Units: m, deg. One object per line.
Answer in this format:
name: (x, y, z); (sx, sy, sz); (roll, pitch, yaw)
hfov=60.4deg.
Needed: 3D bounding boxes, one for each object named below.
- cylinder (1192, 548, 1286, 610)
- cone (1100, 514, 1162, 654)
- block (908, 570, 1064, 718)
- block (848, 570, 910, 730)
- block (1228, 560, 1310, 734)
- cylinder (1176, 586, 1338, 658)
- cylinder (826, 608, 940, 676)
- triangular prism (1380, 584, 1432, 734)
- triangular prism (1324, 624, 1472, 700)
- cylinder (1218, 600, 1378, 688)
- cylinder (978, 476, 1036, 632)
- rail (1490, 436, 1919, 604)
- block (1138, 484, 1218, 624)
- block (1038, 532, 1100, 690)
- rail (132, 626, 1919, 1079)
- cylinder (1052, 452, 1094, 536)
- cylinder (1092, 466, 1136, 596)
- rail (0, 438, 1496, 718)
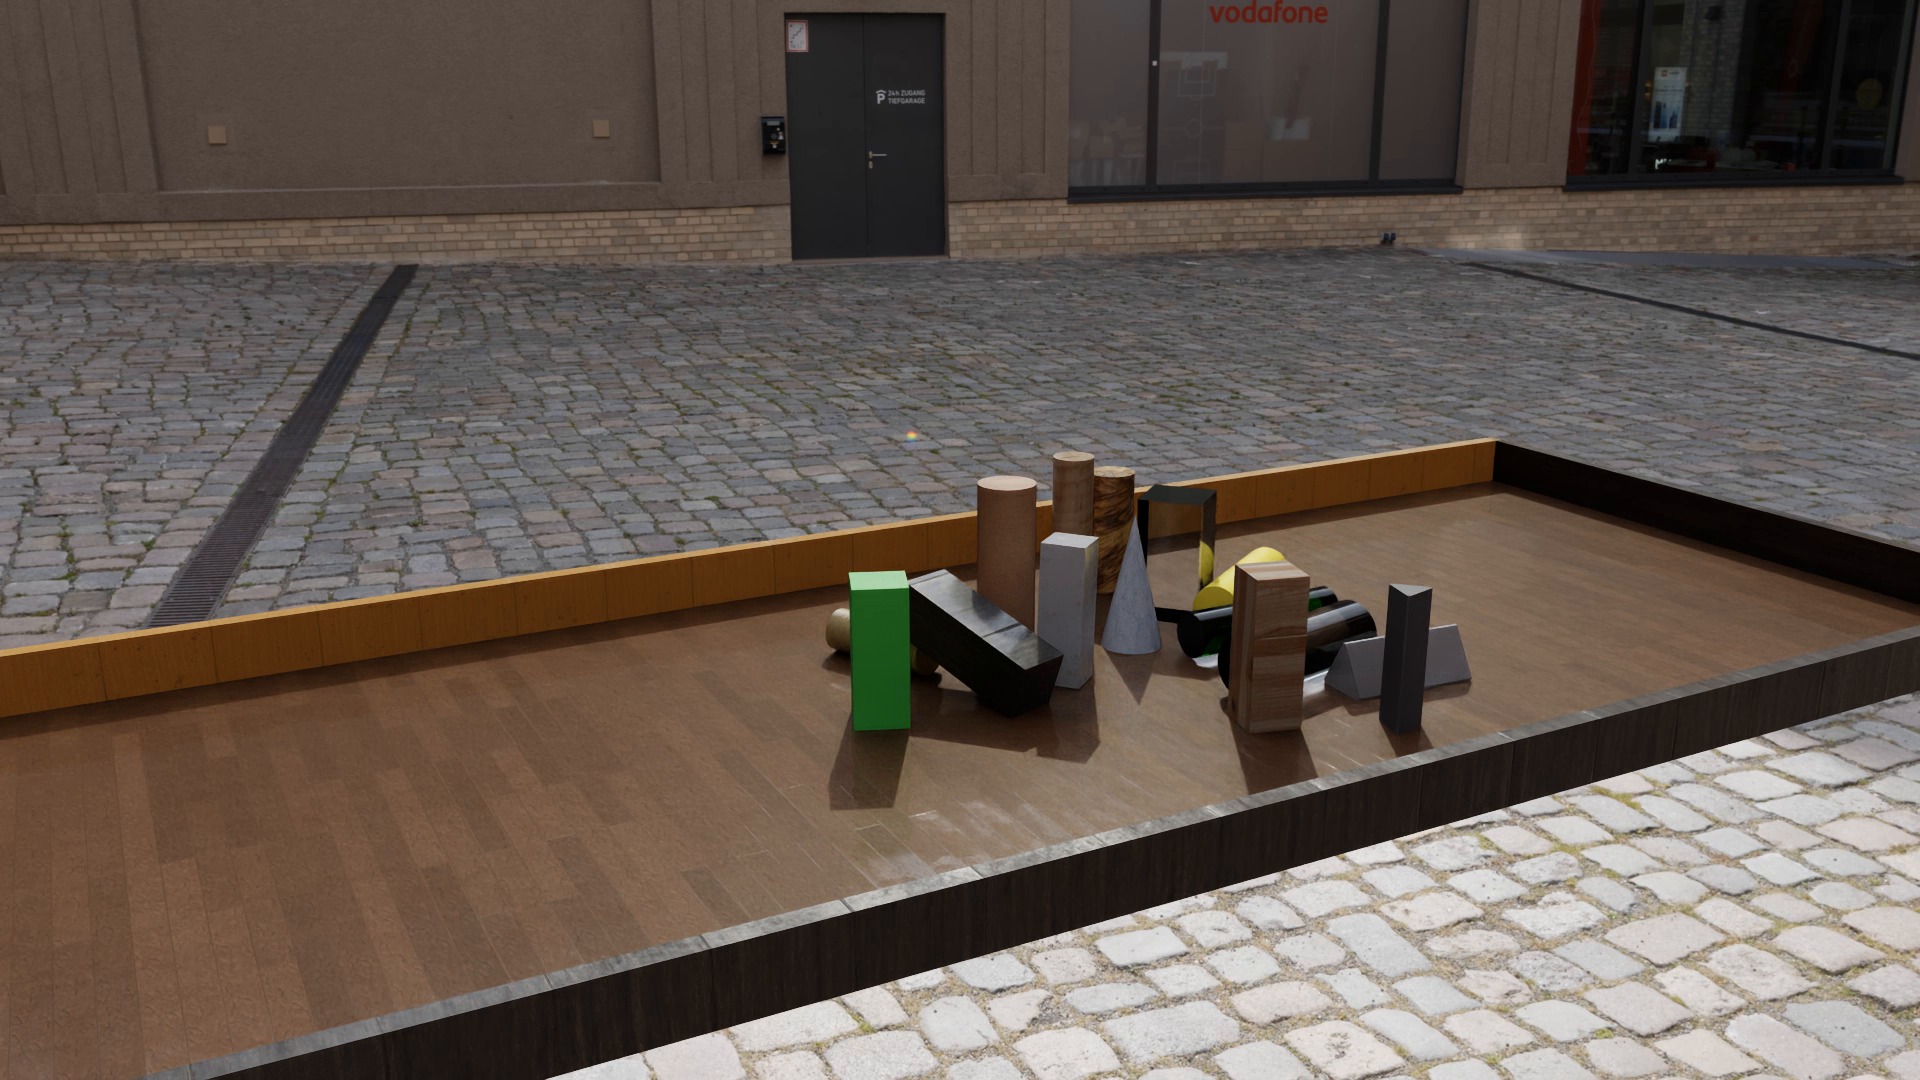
cylinder: (0.796, 0.138, 4.649); (0.134, 0.134, 0.421); (9, 19, 28)
cone: (0.458, 0.104, 4.361); (0.164, 0.361, 0.164); (0, 16, 0)
block: (0.040, 0.249, 4.038); (0.415, 0.143, 0.143); (35, 34, 32)
block: (-0.188, 0.258, 3.863); (0.132, 0.345, 0.132); (-2, 16, -6)
block: (0.718, 0.248, 3.847); (0.130, 0.374, 0.130); (-4, 17, -13)
cylinder: (0.800, 0.217, 4.401); (0.454, 0.121, 0.121); (-9, 19, -28)
cylinder: (-0.197, 0.261, 4.266); (0.307, 0.113, 0.113); (12, 20, 36)
triangular prism: (1.021, 0.271, 3.832); (0.094, 0.338, 0.082); (-14, 22, -40)
triangular prism: (1.100, 0.292, 4.127); (0.343, 0.124, 0.144); (-7, 17, -23)
cylinder: (0.849, 0.273, 4.136); (0.422, 0.164, 0.164); (-13, 21, -38)
cylinder: (0.121, 0.067, 4.330); (0.153, 0.449, 0.153); (0, 16, 0)
rail: (2.466, -0.048, 5.253); (0.050, 0.150, 2.100); (-9, 18, -27)
block: (0.603, 0.039, 4.613); (0.178, 0.343, 0.178); (7, 18, 21)
block: (0.267, 0.175, 4.109); (0.114, 0.362, 0.114); (7, 16, 20)
rail: (-2.336, 1.006, 1.665); (12.000, 0.150, 0.050); (-9, 18, -27)
cylinder: (0.313, -0.015, 4.606); (0.114, 0.450, 0.114); (0, 16, 0)
cylinder: (0.439, -0.027, 4.815); (0.132, 0.356, 0.132); (0, 16, 0)
rail: (-3.305, 0.497, 3.399); (12.000, 0.150, 0.050); (-9, 18, -27)
